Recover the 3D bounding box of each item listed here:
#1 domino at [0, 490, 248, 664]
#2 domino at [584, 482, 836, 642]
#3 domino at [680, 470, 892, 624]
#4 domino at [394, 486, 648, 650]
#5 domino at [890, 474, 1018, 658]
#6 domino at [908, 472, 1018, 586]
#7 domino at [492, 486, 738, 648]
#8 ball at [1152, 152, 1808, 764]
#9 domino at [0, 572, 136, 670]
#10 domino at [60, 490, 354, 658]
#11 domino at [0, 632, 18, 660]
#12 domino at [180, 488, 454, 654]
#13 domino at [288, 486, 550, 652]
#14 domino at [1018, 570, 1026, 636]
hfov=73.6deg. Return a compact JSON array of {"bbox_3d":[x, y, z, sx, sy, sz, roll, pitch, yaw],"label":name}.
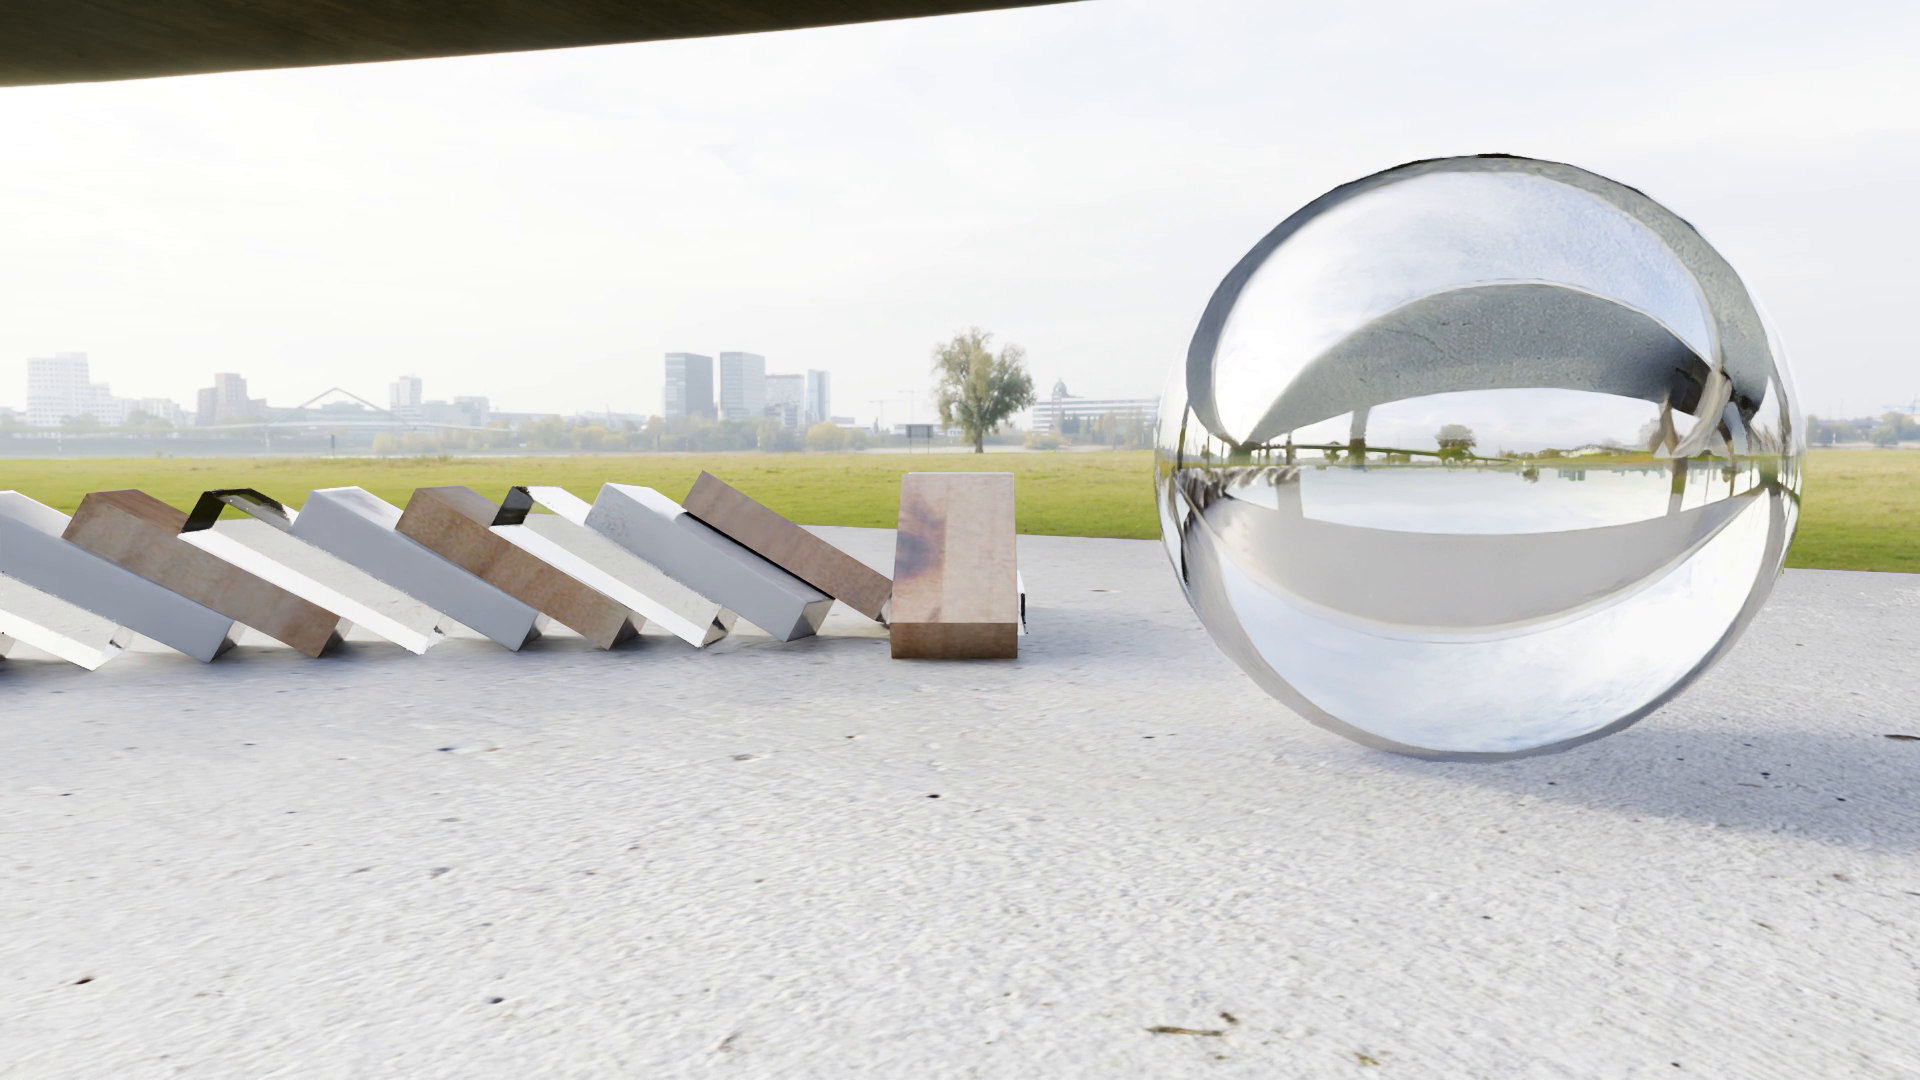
[{"bbox_3d":[-0.168,0.007,0.253,0.050,0.009,0.025,30,-6,-18],"label":"domino"},{"bbox_3d":[-0.053,0.005,0.277,0.050,0.010,0.025,30,4,7],"label":"domino"},{"bbox_3d":[-0.037,0.002,0.294,0.050,0.009,0.025,30,-3,5],"label":"domino"},{"bbox_3d":[-0.091,0.005,0.275,0.050,0.010,0.025,30,3,-2],"label":"domino"},{"bbox_3d":[-0.001,0.004,0.272,0.025,0.009,0.050,0,38,1],"label":"domino"},{"bbox_3d":[0.000,0.003,0.289,0.025,0.010,0.050,0,38,1],"label":"domino"},{"bbox_3d":[-0.072,0.005,0.276,0.050,0.009,0.025,30,4,3],"label":"domino"},{"bbox_3d":[0.066,-0.010,0.173,0.080,0.080,0.080,0,4,0],"label":"ball"},{"bbox_3d":[-0.186,0.008,0.244,0.050,0.009,0.025,30,-7,-20],"label":"domino"},{"bbox_3d":[-0.149,0.006,0.260,0.050,0.009,0.025,30,-4,-15],"label":"domino"},{"bbox_3d":[-0.203,0.008,0.235,0.050,0.009,0.025,31,-9,-23],"label":"domino"},{"bbox_3d":[-0.130,0.006,0.266,0.050,0.010,0.025,30,-2,-11],"label":"domino"},{"bbox_3d":[-0.111,0.006,0.271,0.050,0.009,0.025,30,1,-8],"label":"domino"},{"bbox_3d":[0.002,0.015,0.310,0.025,0.010,0.050,0,4,1],"label":"domino"}]
